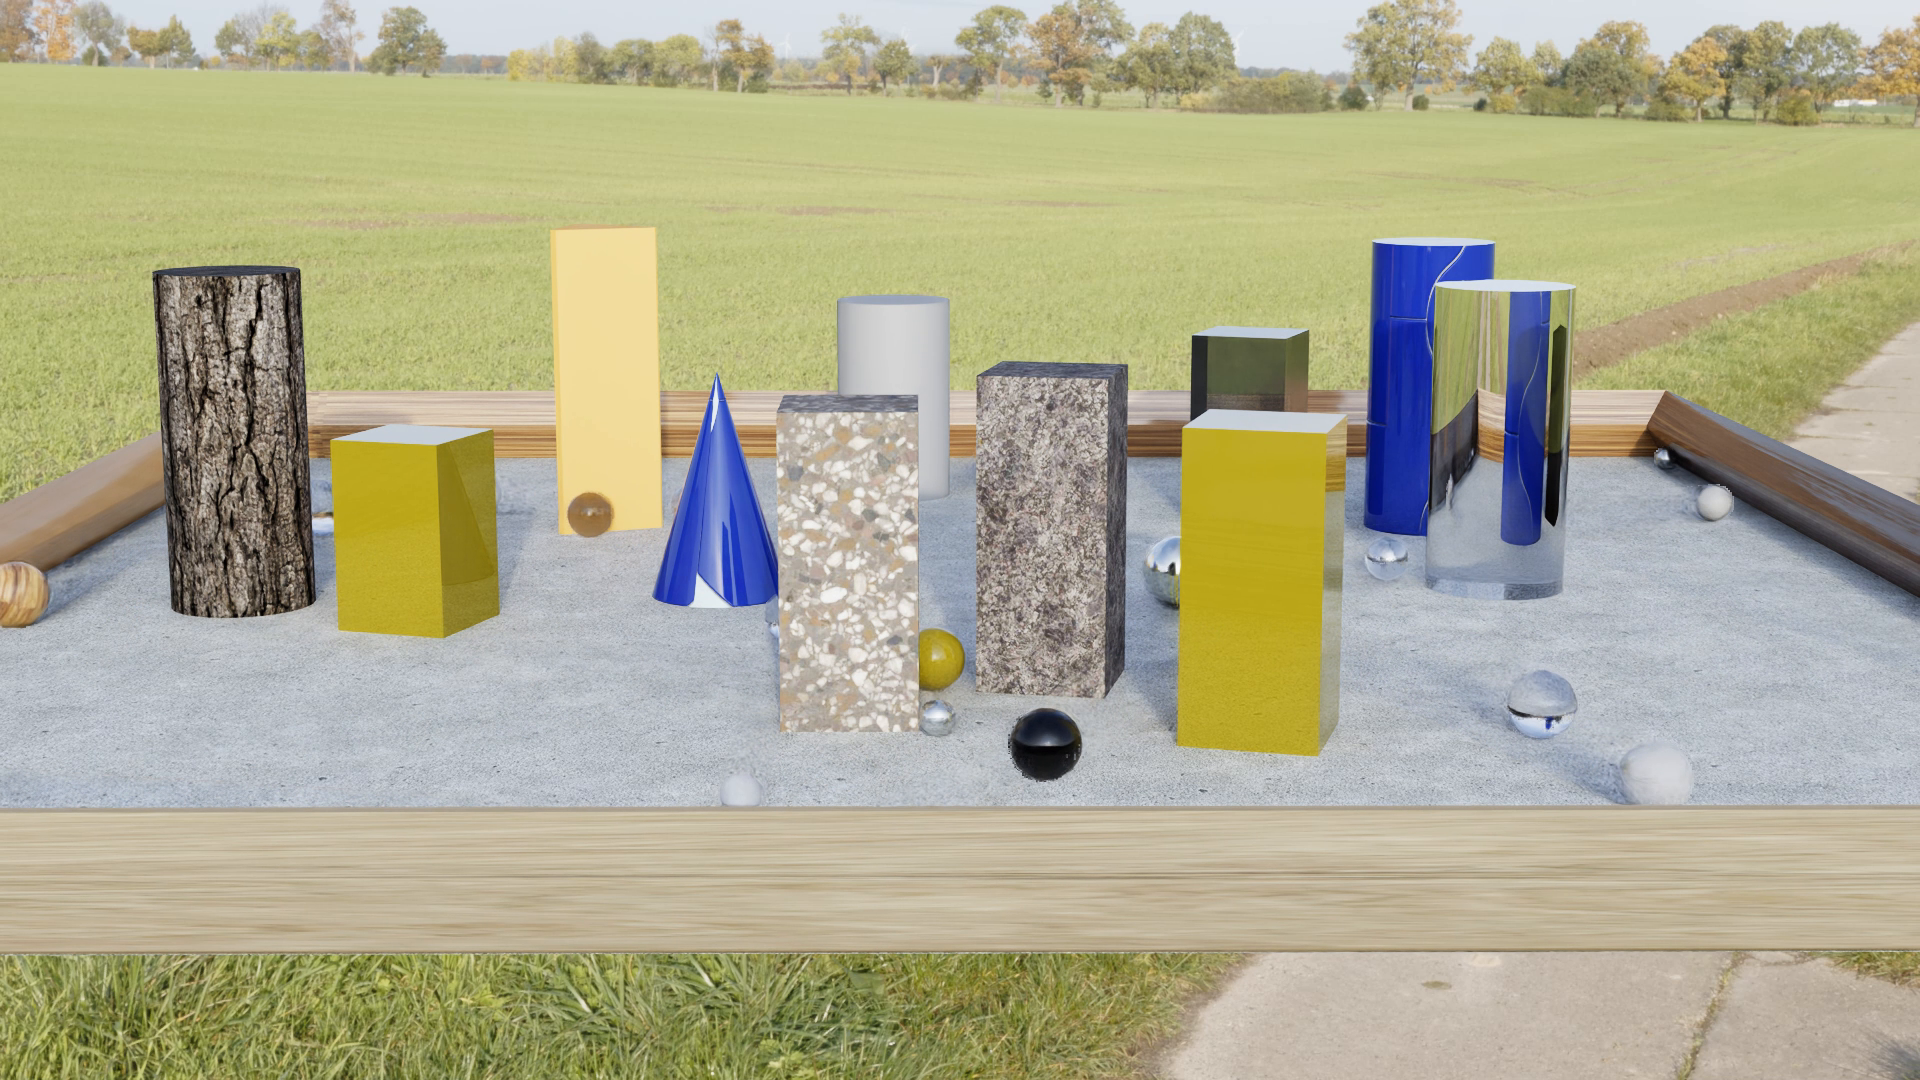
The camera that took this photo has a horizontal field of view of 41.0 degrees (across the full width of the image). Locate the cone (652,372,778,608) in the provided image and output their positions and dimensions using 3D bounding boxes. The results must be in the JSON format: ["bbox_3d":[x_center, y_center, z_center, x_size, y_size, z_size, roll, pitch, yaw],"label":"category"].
[{"bbox_3d":[-0.332,-0.078,3.536,0.191,0.311,0.191,0,11,0],"label":"cone"}]

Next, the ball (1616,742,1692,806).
[{"bbox_3d":[0.681,0.233,2.518,0.071,0.071,0.071,0,11,0],"label":"ball"}]

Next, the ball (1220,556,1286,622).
[{"bbox_3d":[0.387,0.064,3.383,0.087,0.087,0.087,0,11,0],"label":"ball"}]

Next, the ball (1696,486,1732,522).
[{"bbox_3d":[1.212,-0.059,4.125,0.056,0.056,0.056,0,11,0],"label":"ball"}]

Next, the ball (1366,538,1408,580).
[{"bbox_3d":[0.608,0.028,3.653,0.060,0.060,0.060,0,11,0],"label":"ball"}]

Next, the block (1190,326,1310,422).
[{"bbox_3d":[0.464,-0.183,4.120,0.152,0.302,0.152,4,11,21],"label":"block"}]

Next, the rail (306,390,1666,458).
[{"bbox_3d":[-0.008,-0.213,4.762,2.650,0.124,0.045,0,11,0],"label":"rail"}]

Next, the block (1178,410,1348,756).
[{"bbox_3d":[0.329,0.043,2.788,0.152,0.347,0.152,3,11,16],"label":"block"}]

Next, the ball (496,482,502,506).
[{"bbox_3d":[-0.781,-0.074,4.193,0.061,0.061,0.061,0,11,0],"label":"ball"}]

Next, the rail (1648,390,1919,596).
[{"bbox_3d":[1.301,0.030,3.457,0.045,0.124,2.718,0,11,0],"label":"rail"}]

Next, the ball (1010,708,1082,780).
[{"bbox_3d":[0.088,0.210,2.634,0.075,0.075,0.075,0,11,0],"label":"ball"}]

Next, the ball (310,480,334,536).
[{"bbox_3d":[-0.996,-0.050,3.992,0.089,0.089,0.089,0,11,0],"label":"ball"}]

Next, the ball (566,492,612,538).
[{"bbox_3d":[-0.575,-0.039,3.983,0.070,0.070,0.070,0,11,0],"label":"ball"}]

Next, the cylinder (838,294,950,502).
[{"bbox_3d":[-0.112,-0.243,4.363,0.191,0.332,0.191,0,11,0],"label":"cylinder"}]

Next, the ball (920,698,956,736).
[{"bbox_3d":[-0.024,0.194,2.810,0.041,0.041,0.041,0,11,0],"label":"ball"}]

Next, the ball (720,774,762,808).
[{"bbox_3d":[-0.214,0.249,2.511,0.041,0.041,0.041,0,11,0],"label":"ball"}]

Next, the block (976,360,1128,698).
[{"bbox_3d":[0.109,-0.016,3.030,0.152,0.373,0.152,2,11,12],"label":"block"}]

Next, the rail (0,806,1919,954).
[{"bbox_3d":[0.008,0.276,2.137,2.650,0.124,0.045,0,11,0],"label":"rail"}]

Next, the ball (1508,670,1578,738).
[{"bbox_3d":[0.635,0.179,2.796,0.075,0.075,0.075,0,11,0],"label":"ball"}]

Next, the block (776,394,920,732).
[{"bbox_3d":[-0.123,0.023,2.870,0.152,0.355,0.152,0,11,-1],"label":"block"}]

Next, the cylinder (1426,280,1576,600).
[{"bbox_3d":[0.751,-0.143,3.574,0.191,0.423,0.191,0,11,0],"label":"cylinder"}]

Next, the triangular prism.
[{"bbox_3d":[-0.577,-0.260,4.065,0.165,0.473,0.143,-5,11,-23],"label":"triangular prism"}]

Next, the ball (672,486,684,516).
[{"bbox_3d":[-0.424,-0.054,4.071,0.068,0.068,0.068,0,11,0],"label":"ball"}]

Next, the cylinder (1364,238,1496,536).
[{"bbox_3d":[0.739,-0.244,4.046,0.191,0.451,0.191,0,11,0],"label":"cylinder"}]

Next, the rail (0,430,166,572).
[{"bbox_3d":[-1.301,0.033,3.442,0.045,0.124,2.718,0,11,0],"label":"rail"}]

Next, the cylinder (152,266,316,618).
[{"bbox_3d":[-0.977,-0.136,3.459,0.191,0.453,0.191,0,11,0],"label":"cylinder"}]

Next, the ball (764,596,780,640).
[{"bbox_3d":[-0.218,0.098,3.269,0.062,0.062,0.062,0,11,0],"label":"ball"}]

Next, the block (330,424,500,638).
[{"bbox_3d":[-0.711,-0.014,3.358,0.152,0.250,0.152,3,11,17],"label":"block"}]

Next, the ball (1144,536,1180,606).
[{"bbox_3d":[0.297,0.041,3.482,0.095,0.095,0.095,0,11,0],"label":"ball"}]

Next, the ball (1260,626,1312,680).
[{"bbox_3d":[0.390,0.135,3.067,0.063,0.063,0.063,0,11,0],"label":"ball"}]

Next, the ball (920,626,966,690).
[{"bbox_3d":[-0.031,0.139,3.010,0.075,0.075,0.075,0,11,0],"label":"ball"}]

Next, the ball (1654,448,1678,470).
[{"bbox_3d":[1.276,-0.145,4.634,0.040,0.040,0.040,0,11,0],"label":"ball"}]

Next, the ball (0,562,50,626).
[{"bbox_3d":[-1.234,0.071,3.351,0.085,0.085,0.085,0,11,0],"label":"ball"}]
